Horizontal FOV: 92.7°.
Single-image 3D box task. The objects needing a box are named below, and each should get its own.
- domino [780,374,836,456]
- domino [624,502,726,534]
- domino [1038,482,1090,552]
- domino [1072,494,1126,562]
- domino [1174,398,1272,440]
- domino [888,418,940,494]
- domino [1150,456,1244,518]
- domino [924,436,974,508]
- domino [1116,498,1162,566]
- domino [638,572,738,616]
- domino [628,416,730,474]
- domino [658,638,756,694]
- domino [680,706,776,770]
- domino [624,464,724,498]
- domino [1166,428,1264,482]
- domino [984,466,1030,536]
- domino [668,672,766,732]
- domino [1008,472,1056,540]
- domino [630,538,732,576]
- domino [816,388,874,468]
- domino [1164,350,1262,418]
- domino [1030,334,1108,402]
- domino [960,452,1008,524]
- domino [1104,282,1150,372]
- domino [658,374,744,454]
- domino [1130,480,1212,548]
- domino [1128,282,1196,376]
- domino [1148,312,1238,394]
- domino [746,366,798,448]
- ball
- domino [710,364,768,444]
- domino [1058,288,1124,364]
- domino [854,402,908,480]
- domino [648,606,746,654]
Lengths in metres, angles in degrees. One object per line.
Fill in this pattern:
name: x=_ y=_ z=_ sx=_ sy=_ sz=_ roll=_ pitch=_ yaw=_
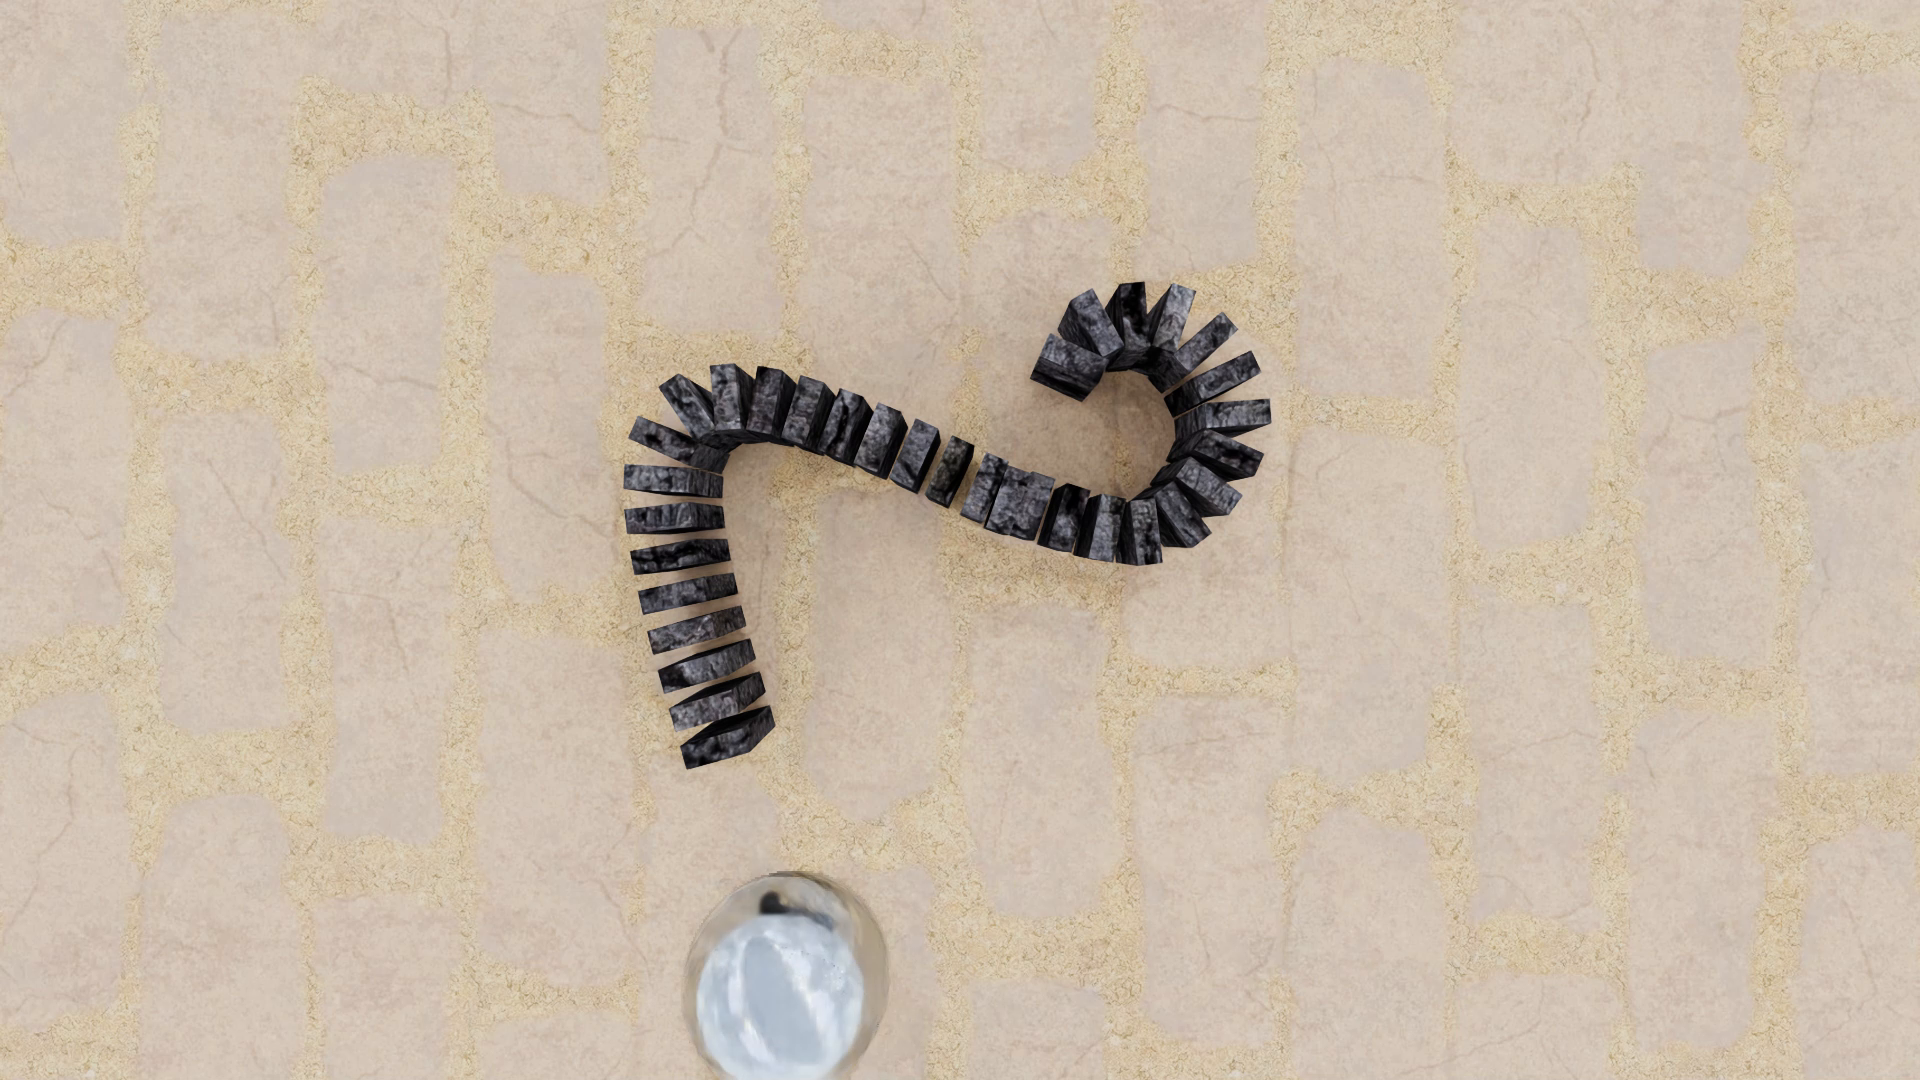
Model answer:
domino: x=-0.060 y=-0.050 z=0.375 sx=0.009 sy=0.050 sz=0.025 roll=17 pitch=90 yaw=0
domino: x=-0.115 y=-0.008 z=0.375 sx=0.025 sy=0.050 sz=0.009 roll=-7 pitch=90 yaw=0
domino: x=0.042 y=-0.008 z=0.375 sx=0.009 sy=0.050 sz=0.025 roll=18 pitch=90 yaw=0
domino: x=0.056 y=-0.005 z=0.375 sx=0.009 sy=0.050 sz=0.025 roll=12 pitch=90 yaw=0
domino: x=0.106 y=-0.048 z=0.375 sx=0.025 sy=0.050 sz=0.010 roll=-4 pitch=90 yaw=0
domino: x=-0.018 y=-0.033 z=0.375 sx=0.009 sy=0.050 sz=0.025 roll=24 pitch=90 yaw=0
domino: x=0.095 y=-0.021 z=0.375 sx=0.025 sy=0.050 sz=0.010 roll=36 pitch=90 yaw=0
domino: x=-0.004 y=-0.027 z=0.375 sx=0.009 sy=0.050 sz=0.025 roll=25 pitch=90 yaw=0
domino: x=0.071 y=-0.003 z=0.375 sx=0.010 sy=0.050 sz=0.025 roll=-7 pitch=90 yaw=0
domino: x=-0.110 y=0.021 z=0.375 sx=0.025 sy=0.050 sz=0.010 roll=-12 pitch=90 yaw=0
domino: x=-0.114 y=-0.038 z=0.375 sx=0.025 sy=0.050 sz=0.010 roll=24 pitch=90 yaw=0
domino: x=-0.102 y=0.051 z=0.375 sx=0.025 sy=0.050 sz=0.009 roll=-16 pitch=90 yaw=0
domino: x=-0.094 y=0.080 z=0.375 sx=0.025 sy=0.050 sz=0.010 roll=-16 pitch=90 yaw=0
domino: x=-0.116 y=-0.024 z=0.375 sx=0.025 sy=0.050 sz=0.009 roll=3 pitch=90 yaw=0
domino: x=0.103 y=-0.034 z=0.375 sx=0.025 sy=0.050 sz=0.010 roll=24 pitch=90 yaw=0
domino: x=0.019 y=-0.015 z=0.375 sx=0.010 sy=0.050 sz=0.025 roll=19 pitch=90 yaw=0
domino: x=-0.098 y=0.065 z=0.375 sx=0.025 sy=0.050 sz=0.010 roll=-17 pitch=90 yaw=0
domino: x=0.028 y=-0.013 z=0.375 sx=0.010 sy=0.050 sz=0.025 roll=19 pitch=90 yaw=0
domino: x=-0.113 y=0.007 z=0.375 sx=0.025 sy=0.050 sz=0.010 roll=-11 pitch=90 yaw=0
domino: x=-0.046 y=-0.045 z=0.375 sx=0.009 sy=0.050 sz=0.025 roll=20 pitch=90 yaw=0
domino: x=0.102 y=-0.063 z=0.375 sx=0.025 sy=0.050 sz=0.010 roll=-25 pitch=90 yaw=0
domino: x=0.044 y=-0.070 z=0.375 sx=0.025 sy=0.050 sz=0.009 roll=24 pitch=90 yaw=0
domino: x=0.009 y=-0.020 z=0.375 sx=0.010 sy=0.050 sz=0.025 roll=23 pitch=90 yaw=0
domino: x=0.067 y=-0.086 z=0.375 sx=0.009 sy=0.050 sz=0.025 roll=-5 pitch=90 yaw=0
domino: x=-0.104 y=-0.051 z=0.375 sx=0.009 sy=0.050 sz=0.025 roll=-34 pitch=90 yaw=0
domino: x=0.085 y=-0.010 z=0.375 sx=0.010 sy=0.050 sz=0.025 roll=-37 pitch=90 yaw=0
domino: x=0.082 y=-0.085 z=0.375 sx=0.010 sy=0.050 sz=0.025 roll=19 pitch=90 yaw=0
domino: x=0.094 y=-0.076 z=0.375 sx=0.025 sy=0.050 sz=0.009 roll=-42 pitch=90 yaw=0
domino: x=-0.075 y=-0.054 z=0.375 sx=0.010 sy=0.050 sz=0.025 roll=10 pitch=90 yaw=0
ball: x=-0.067 y=0.173 z=0.360 sx=0.080 sy=0.080 sz=0.080 roll=0 pitch=90 yaw=0
domino: x=-0.090 y=-0.055 z=0.375 sx=0.010 sy=0.050 sz=0.025 roll=-5 pitch=90 yaw=0
domino: x=0.053 y=-0.083 z=0.375 sx=0.010 sy=0.050 sz=0.025 roll=-29 pitch=90 yaw=0
domino: x=-0.032 y=-0.039 z=0.375 sx=0.009 sy=0.050 sz=0.025 roll=22 pitch=90 yaw=0
domino: x=-0.106 y=0.036 z=0.375 sx=0.025 sy=0.050 sz=0.009 roll=-15 pitch=90 yaw=0
